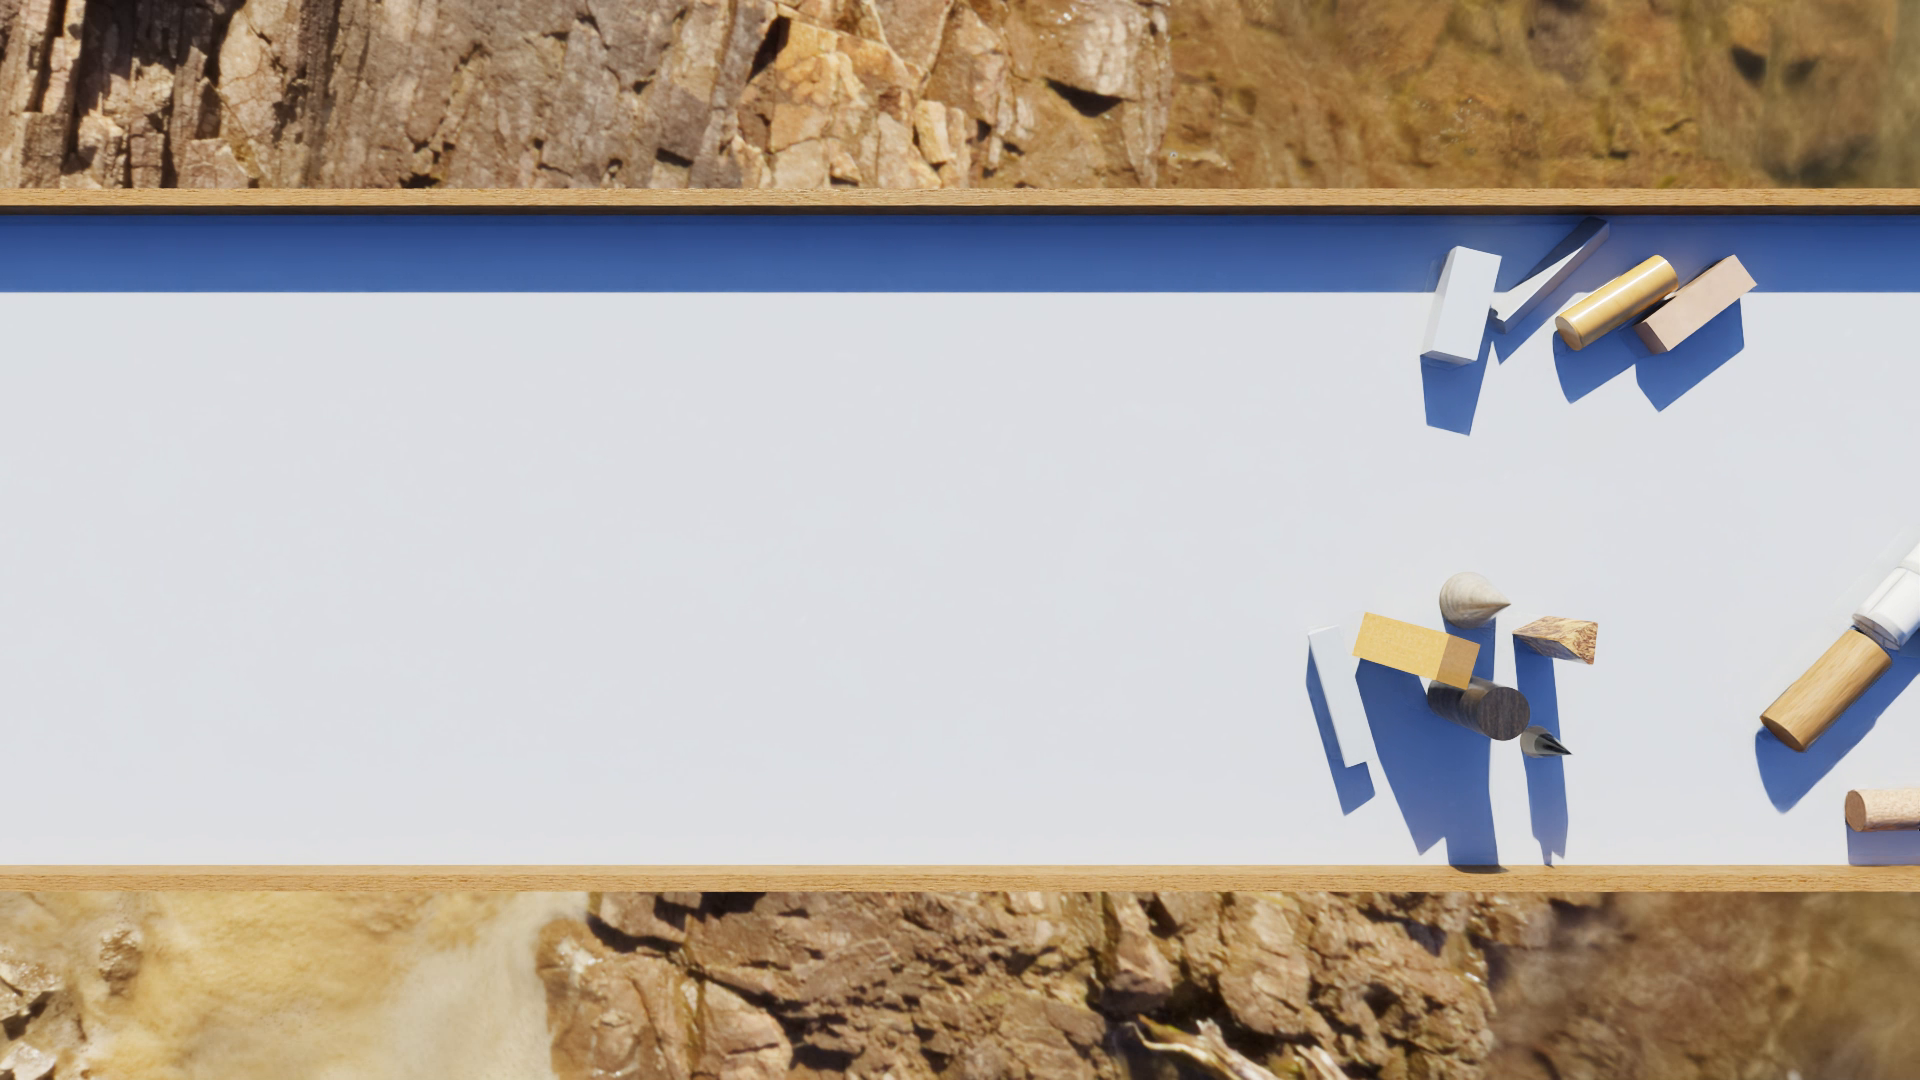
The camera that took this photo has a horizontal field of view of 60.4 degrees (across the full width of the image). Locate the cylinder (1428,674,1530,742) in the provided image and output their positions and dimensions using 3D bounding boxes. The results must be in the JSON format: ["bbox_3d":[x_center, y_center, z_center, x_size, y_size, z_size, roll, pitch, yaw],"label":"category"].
[{"bbox_3d":[1.525,0.483,4.869,0.155,0.404,0.155,0,92,-4],"label":"cylinder"}]

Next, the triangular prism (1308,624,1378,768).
[{"bbox_3d":[1.141,0.477,5.005,0.093,0.108,0.417,-16,90,-42],"label":"triangular prism"}]

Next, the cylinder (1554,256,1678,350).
[{"bbox_3d":[1.995,-0.721,5.015,0.347,0.124,0.124,-32,90,0],"label":"cylinder"}]

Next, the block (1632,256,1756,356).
[{"bbox_3d":[2.232,-0.714,5.020,0.332,0.112,0.112,-37,90,0],"label":"block"}]

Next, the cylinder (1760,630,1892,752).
[{"bbox_3d":[2.623,0.457,4.999,0.371,0.155,0.155,-45,90,0],"label":"cylinder"}]

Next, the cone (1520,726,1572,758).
[{"bbox_3d":[1.773,0.621,4.923,0.101,0.308,0.101,0,90,0],"label":"cone"}]

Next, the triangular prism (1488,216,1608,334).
[{"bbox_3d":[1.807,-0.814,5.036,0.438,0.077,0.089,-43,90,0],"label":"triangular prism"}]

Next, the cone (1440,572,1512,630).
[{"bbox_3d":[1.563,0.184,4.871,0.179,0.408,0.179,0,89,0],"label":"cone"}]

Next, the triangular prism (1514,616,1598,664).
[{"bbox_3d":[1.779,0.277,4.881,0.121,0.391,0.105,36,90,0],"label":"triangular prism"}]

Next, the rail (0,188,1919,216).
[{"bbox_3d":[-2.247,-1.025,5.002,12.000,0.150,0.050,0,90,0],"label":"rail"}]

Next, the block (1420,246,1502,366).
[{"bbox_3d":[1.519,-0.709,5.008,0.136,0.136,0.321,14,90,0],"label":"block"}]

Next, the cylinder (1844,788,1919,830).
[{"bbox_3d":[2.912,0.815,5.015,0.380,0.124,0.124,-2,90,0],"label":"cylinder"}]

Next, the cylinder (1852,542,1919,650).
[{"bbox_3d":[2.901,0.142,4.996,0.160,0.160,0.372,43,90,0],"label":"cylinder"}]

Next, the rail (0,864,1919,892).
[{"bbox_3d":[-2.247,1.025,5.001,12.000,0.150,0.050,0,90,0],"label":"rail"}]

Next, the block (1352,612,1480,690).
[{"bbox_3d":[1.351,0.327,4.897,0.138,0.337,0.138,17,90,-32],"label":"block"}]
